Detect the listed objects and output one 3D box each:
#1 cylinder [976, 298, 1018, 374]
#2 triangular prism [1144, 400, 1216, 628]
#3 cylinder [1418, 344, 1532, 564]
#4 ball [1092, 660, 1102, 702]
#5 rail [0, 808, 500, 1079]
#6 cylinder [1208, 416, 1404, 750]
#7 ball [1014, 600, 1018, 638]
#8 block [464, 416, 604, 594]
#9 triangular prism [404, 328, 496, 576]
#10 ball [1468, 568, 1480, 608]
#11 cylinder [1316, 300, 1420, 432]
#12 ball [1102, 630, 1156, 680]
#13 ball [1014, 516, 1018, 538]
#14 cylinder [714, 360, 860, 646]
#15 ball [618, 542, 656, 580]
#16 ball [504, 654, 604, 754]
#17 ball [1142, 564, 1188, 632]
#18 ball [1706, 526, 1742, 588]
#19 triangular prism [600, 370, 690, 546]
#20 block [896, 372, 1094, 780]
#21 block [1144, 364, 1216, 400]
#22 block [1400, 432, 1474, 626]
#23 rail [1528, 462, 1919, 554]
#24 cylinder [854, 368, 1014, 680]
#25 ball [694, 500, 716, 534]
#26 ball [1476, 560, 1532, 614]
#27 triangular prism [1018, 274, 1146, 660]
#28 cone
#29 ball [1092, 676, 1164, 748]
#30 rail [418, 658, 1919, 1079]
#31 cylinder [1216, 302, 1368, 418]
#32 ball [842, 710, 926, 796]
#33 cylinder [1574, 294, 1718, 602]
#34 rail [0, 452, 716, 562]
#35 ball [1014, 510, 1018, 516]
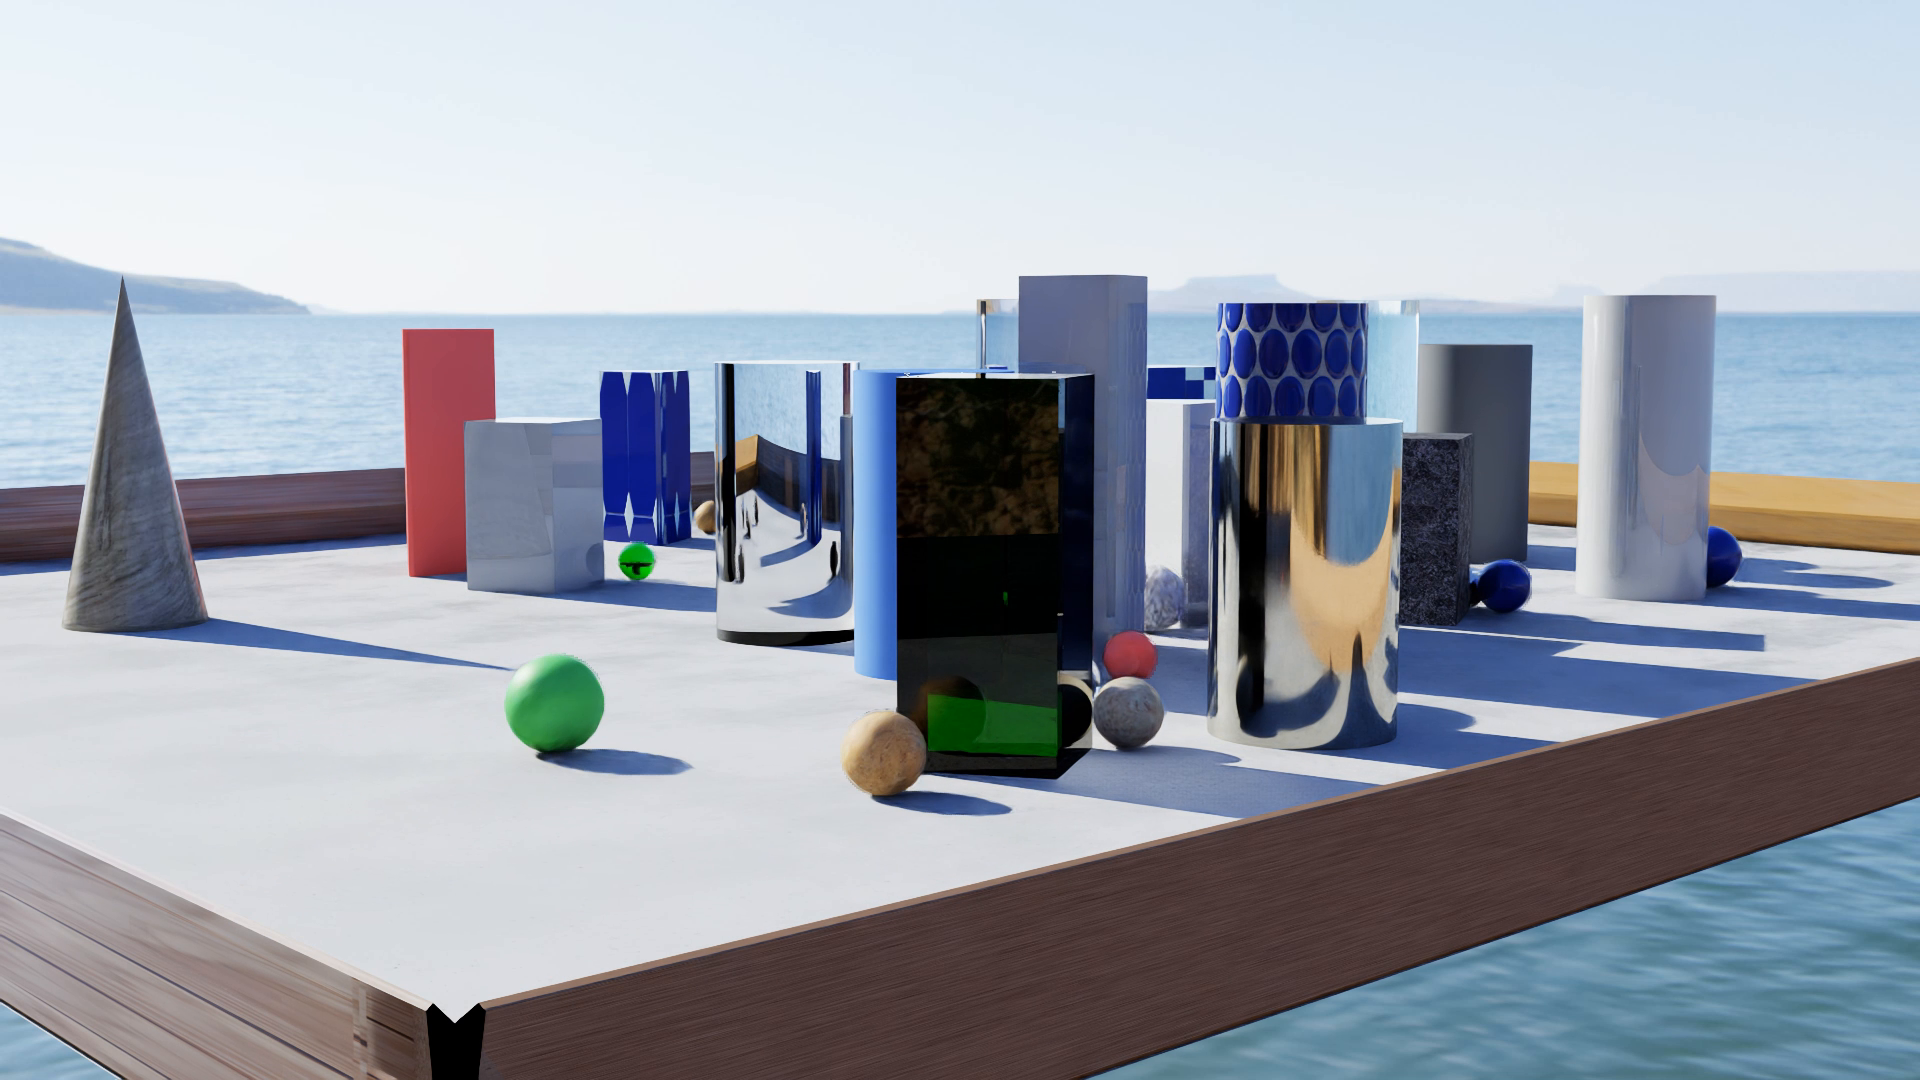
[{"bbox_3d":[0.125,-0.163,3.614,0.199,0.463,0.199,0,6,0],"label":"cylinder"},{"bbox_3d":[0.306,-0.044,3.194,0.149,0.315,0.173,4,7,36],"label":"triangular prism"},{"bbox_3d":[0.923,-0.159,3.959,0.199,0.385,0.199,0,6,0],"label":"cylinder"},{"bbox_3d":[0.125,0.158,2.460,0.066,0.066,0.066,0,6,0],"label":"ball"},{"bbox_3d":[-1.279,0.156,2.158,0.045,0.129,3.144,-5,8,-42],"label":"rail"},{"bbox_3d":[0.362,0.039,2.317,0.199,0.331,0.199,0,6,0],"label":"cylinder"},{"bbox_3d":[0.055,0.106,2.959,0.065,0.065,0.065,0,6,0],"label":"ball"},{"bbox_3d":[-0.686,-0.059,3.553,0.159,0.270,0.159,2,6,20],"label":"block"},{"bbox_3d":[-0.912,-0.156,3.784,0.173,0.414,0.149,-6,8,-44],"label":"triangular prism"},{"bbox_3d":[0.761,0.071,3.307,0.062,0.062,0.062,0,6,0],"label":"ball"},{"bbox_3d":[0.785,-0.231,4.264,0.199,0.464,0.199,0,6,0],"label":"cylinder"},{"bbox_3d":[0.203,0.140,2.638,0.064,0.064,0.064,0,6,0],"label":"ball"},{"bbox_3d":[0.107,-0.026,4.342,0.042,0.042,0.042,0,6,0],"label":"ball"},{"bbox_3d":[-0.235,-0.055,3.008,0.199,0.376,0.199,0,6,0],"label":"cylinder"},{"bbox_3d":[-0.537,0.036,3.652,0.061,0.061,0.061,0,6,0],"label":"ball"},{"bbox_3d":[-0.409,0.166,2.220,0.099,0.099,0.099,0,6,0],"label":"ball"},{"bbox_3d":[0.270,0.081,3.064,0.094,0.094,0.094,0,6,0],"label":"ball"},{"bbox_3d":[1.209,0.027,3.548,0.100,0.100,0.100,0,6,0],"label":"ball"},{"bbox_3d":[-0.584,-0.164,4.272,0.173,0.329,0.149,5,8,42],"label":"triangular prism"},{"bbox_3d":[0.037,0.029,2.174,0.159,0.381,0.159,2,6,16],"label":"block"},{"bbox_3d":[0.365,-0.150,4.079,0.159,0.343,0.159,-3,7,-30],"label":"block"},{"bbox_3d":[0.654,-0.020,3.205,0.159,0.265,0.159,2,6,20],"label":"block"},{"bbox_3d":[1.279,-0.089,4.506,0.045,0.129,3.144,-5,8,-42],"label":"rail"},{"bbox_3d":[-0.032,-0.024,2.724,0.199,0.371,0.199,0,6,0],"label":"cylinder"},{"bbox_3d":[-0.499,-0.046,4.413,0.066,0.066,0.066,0,6,0],"label":"ball"},{"bbox_3d":[0.804,0.069,3.251,0.079,0.079,0.079,0,6,0],"label":"ball"},{"bbox_3d":[0.190,-0.100,2.883,0.149,0.490,0.173,-5,8,-42],"label":"triangular prism"},{"bbox_3d":[-1.181,-0.128,3.126,0.199,0.497,0.199,0,6,0],"label":"cone"},{"bbox_3d":[0.172,0.176,2.246,0.073,0.073,0.073,0,6,0],"label":"ball"},{"bbox_3d":[1.050,0.152,2.200,3.528,0.129,0.045,-5,8,-42],"label":"rail"},{"bbox_3d":[0.439,-0.086,2.925,0.199,0.455,0.199,0,6,0],"label":"cylinder"},{"bbox_3d":[-0.070,0.196,2.027,0.078,0.078,0.078,0,6,0],"label":"ball"},{"bbox_3d":[1.077,-0.149,3.458,0.199,0.469,0.199,0,6,0],"label":"cylinder"},{"bbox_3d":[-1.050,-0.084,4.464,3.528,0.129,0.045,-5,8,-42],"label":"rail"},{"bbox_3d":[0.135,-0.041,4.398,0.059,0.059,0.059,0,6,0],"label":"ball"}]
